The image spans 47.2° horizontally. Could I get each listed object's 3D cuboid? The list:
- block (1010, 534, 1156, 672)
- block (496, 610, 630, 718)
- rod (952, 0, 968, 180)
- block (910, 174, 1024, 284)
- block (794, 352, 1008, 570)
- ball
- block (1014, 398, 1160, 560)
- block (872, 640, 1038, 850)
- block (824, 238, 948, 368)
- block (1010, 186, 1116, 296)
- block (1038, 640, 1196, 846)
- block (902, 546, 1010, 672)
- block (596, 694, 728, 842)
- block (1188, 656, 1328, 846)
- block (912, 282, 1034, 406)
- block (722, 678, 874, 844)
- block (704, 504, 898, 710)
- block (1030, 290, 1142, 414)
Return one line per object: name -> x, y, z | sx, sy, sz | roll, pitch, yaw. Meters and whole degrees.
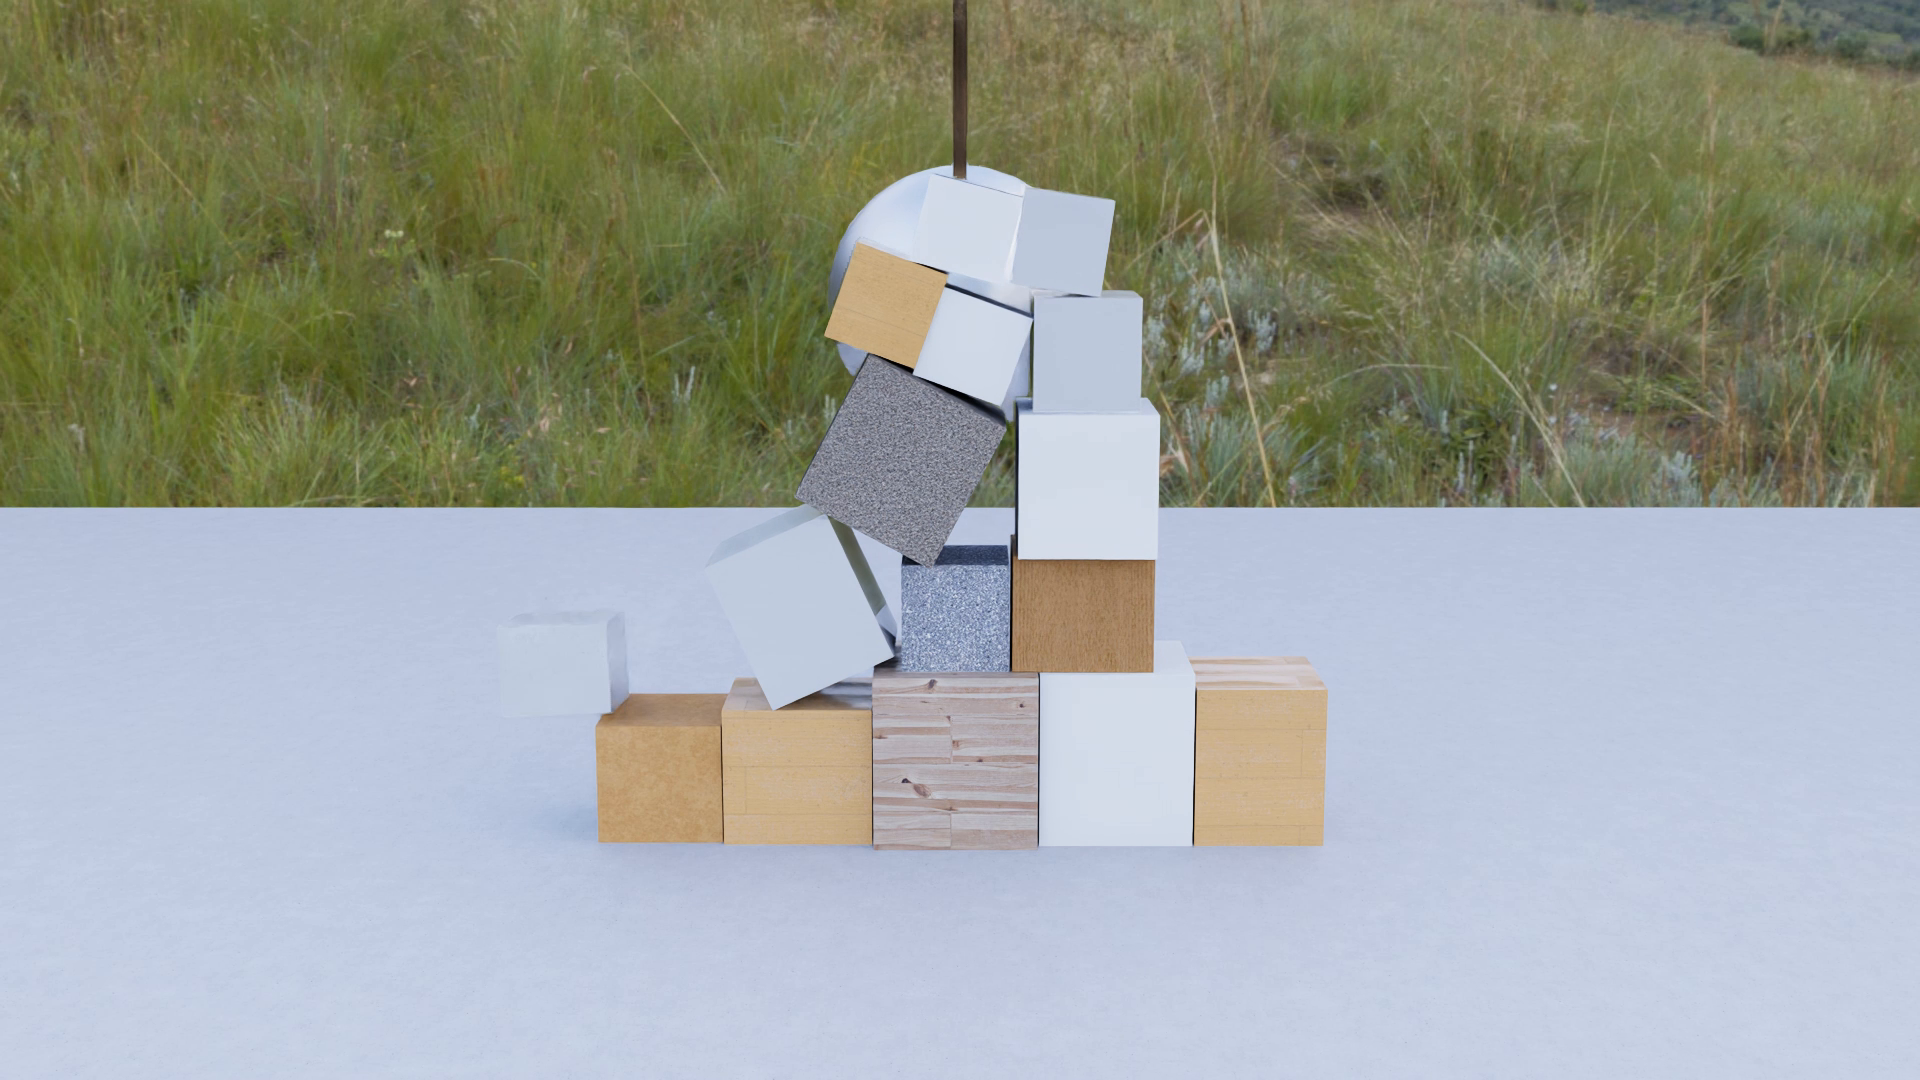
block -> 0.614, 0.317, 11.229 | 0.705, 0.591, 0.616 | 0, 10, 0
block -> -2.035, 0.631, 11.322 | 0.553, 0.459, 0.511 | -3, 6, 1
rod -> 0.000, -4.305, 11.408 | 0.080, 5.200, 0.080 | 0, 33, 0
block -> 0.033, -1.546, 10.895 | 0.462, 0.432, 0.463 | 14, 10, -2
block -> -0.293, -0.441, 11.084 | 0.760, 0.787, 0.766 | 28, 9, -5
ball -> 0.000, -1.447, 13.250 | 1.600, 1.600, 1.600 | 0, 10, 0
block -> 0.629, -0.322, 11.103 | 0.683, 0.711, 0.750 | 0, 10, 0
block -> -0.022, 1.044, 11.353 | 0.821, 0.885, 0.846 | 0, 10, 0
block -> -0.362, -1.185, 10.955 | 0.470, 0.485, 0.485 | 20, 9, -4
block -> 0.503, -1.484, 10.904 | 0.442, 0.469, 0.444 | 8, 10, -1
block -> 0.784, 1.038, 11.386 | 0.771, 0.883, 0.774 | 0, 10, 0
block -> -0.023, 0.342, 11.232 | 0.539, 0.539, 0.559 | 0, 10, 0
block -> -1.514, 1.174, 11.408 | 0.630, 0.608, 0.671 | 0, 10, 0
block -> 1.505, 1.079, 11.365 | 0.651, 0.810, 0.717 | 0, 10, 0
block -> 0.063, -0.984, 11.003 | 0.464, 0.456, 0.425 | 20, 9, -3
block -> -0.816, 1.133, 11.381 | 0.748, 0.698, 0.690 | 0, 10, 0
block -> -0.797, 0.297, 11.237 | 0.665, 0.795, 0.711 | -24, 9, 4
block -> 0.621, -0.947, 10.985 | 0.525, 0.560, 0.567 | 0, 10, 0
